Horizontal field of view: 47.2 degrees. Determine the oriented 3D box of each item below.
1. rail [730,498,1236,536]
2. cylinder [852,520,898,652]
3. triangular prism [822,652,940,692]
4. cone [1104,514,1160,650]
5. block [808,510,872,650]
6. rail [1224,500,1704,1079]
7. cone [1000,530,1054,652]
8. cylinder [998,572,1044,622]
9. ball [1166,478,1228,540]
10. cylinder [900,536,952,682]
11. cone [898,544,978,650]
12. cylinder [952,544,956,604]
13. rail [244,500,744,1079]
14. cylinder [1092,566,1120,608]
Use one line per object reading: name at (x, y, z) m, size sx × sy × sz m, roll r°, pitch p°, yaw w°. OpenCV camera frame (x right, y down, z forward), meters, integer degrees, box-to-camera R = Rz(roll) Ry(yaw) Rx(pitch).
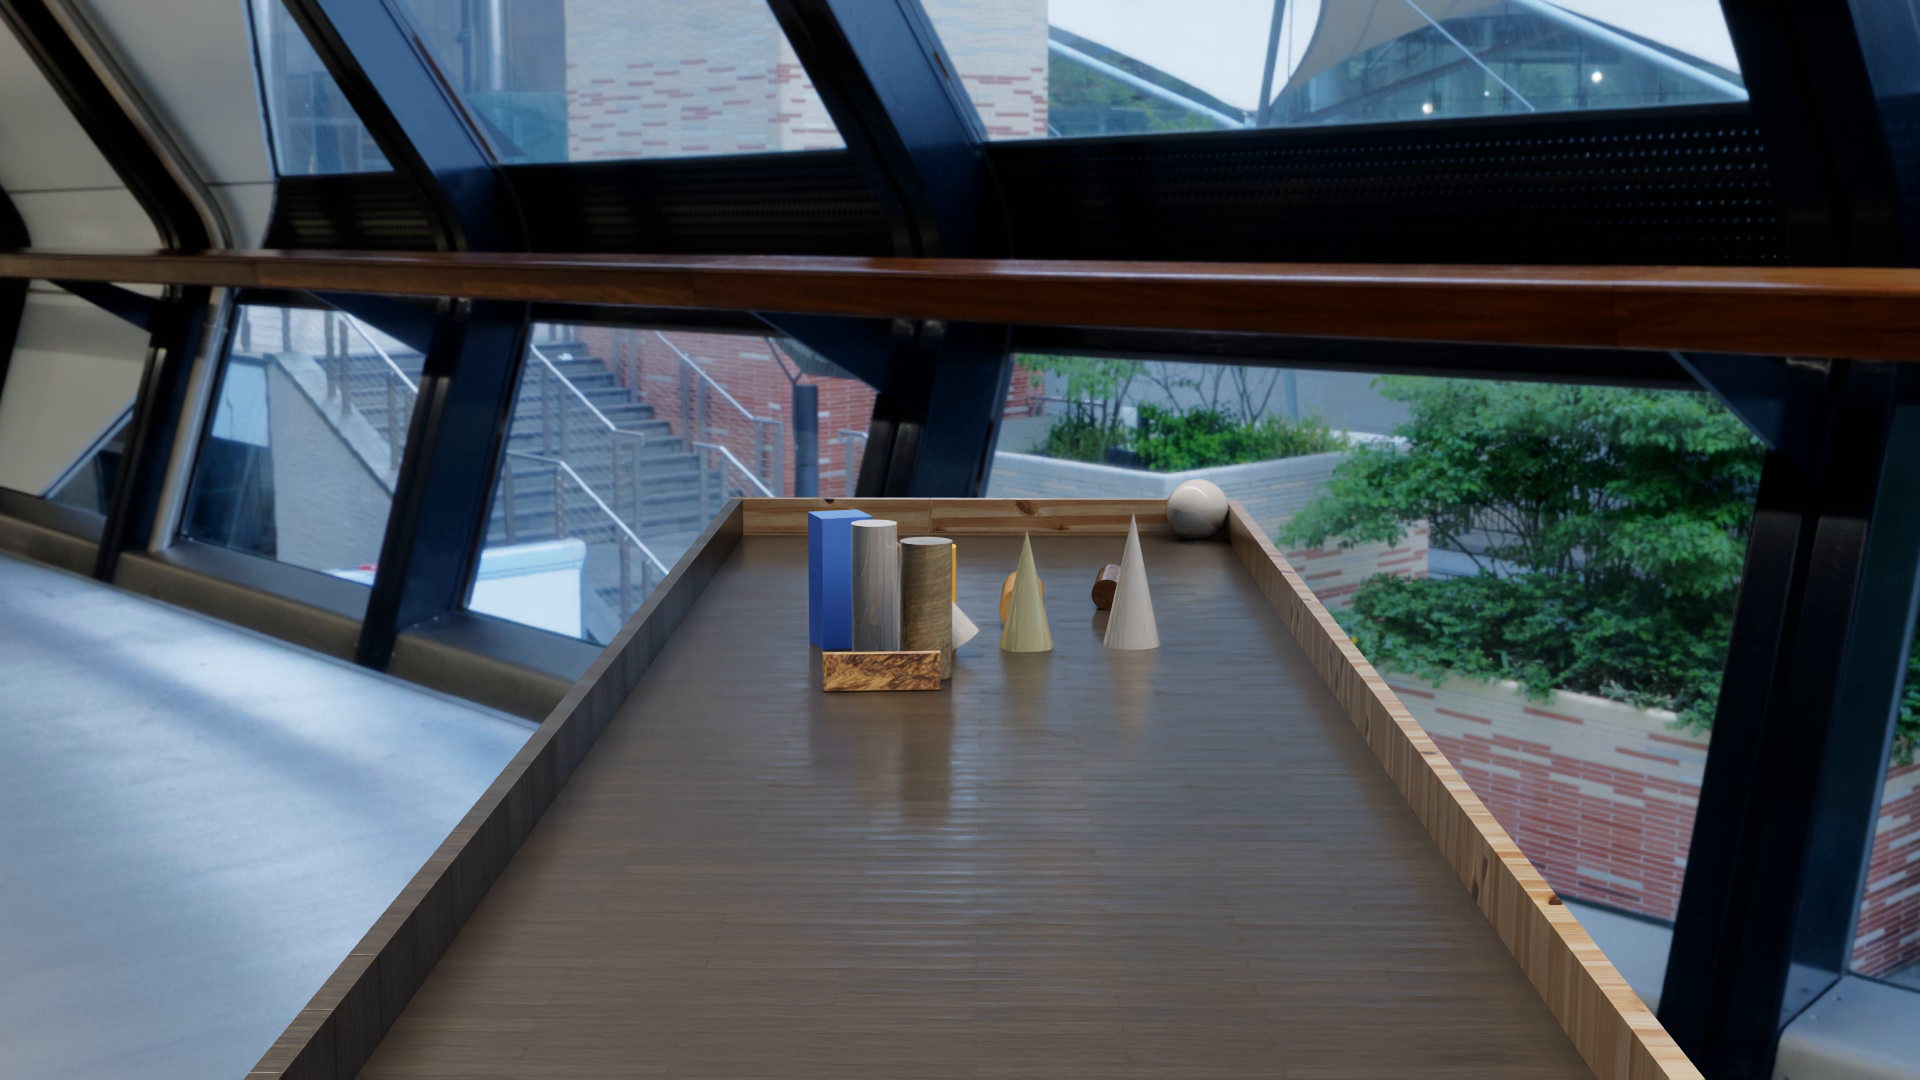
rail at (0.099, -0.098, 9.147) m, size 2.100 × 0.150 × 0.050 m, roll 0°, pitch 9°, yaw 1°
cylinder at (-0.258, 0.159, 6.651) m, size 0.139 × 0.425 × 0.139 m, roll 0°, pitch 9°, yaw 0°
triangular prism at (-0.225, 0.352, 6.284) m, size 0.333 × 0.104 × 0.120 m, roll 0°, pitch 51°, yaw -3°
cone at (0.542, 0.119, 6.903) m, size 0.179 × 0.423 × 0.179 m, roll 0°, pitch 9°, yaw 0°
block at (-0.376, 0.123, 6.917) m, size 0.162 × 0.413 × 0.162 m, roll -3°, pitch 10°, yaw -19°
rail at (1.046, 0.843, 3.208) m, size 0.050 × 0.150 × 12.000 m, roll 0°, pitch 9°, yaw 1°
cone at (0.208, 0.151, 6.866) m, size 0.171 × 0.373 × 0.171 m, roll 0°, pitch 9°, yaw 0°
cylinder at (0.206, 0.200, 7.290) m, size 0.143 × 0.143 × 0.345 m, roll 0°, pitch 9°, yaw 3°
ball at (0.970, -0.123, 8.978) m, size 0.253 × 0.253 × 0.253 m, roll 0°, pitch 9°, yaw 0°
cylinder at (-0.099, 0.203, 6.424) m, size 0.152 × 0.407 × 0.152 m, roll 0°, pitch 9°, yaw 0°
cone at (-0.102, 0.158, 6.748) m, size 0.155 × 0.368 × 0.155 m, roll -30°, pitch 10°, yaw 6°
cylinder at (-0.095, 0.169, 6.970) m, size 0.165 × 0.304 × 0.165 m, roll 0°, pitch 9°, yaw 0°
rail at (-1.004, 0.839, 3.234) m, size 0.050 × 0.150 × 12.000 m, roll 0°, pitch 9°, yaw 1°
cylinder at (0.520, 0.162, 7.653) m, size 0.105 × 0.105 × 0.317 m, roll 1°, pitch 7°, yaw 8°
